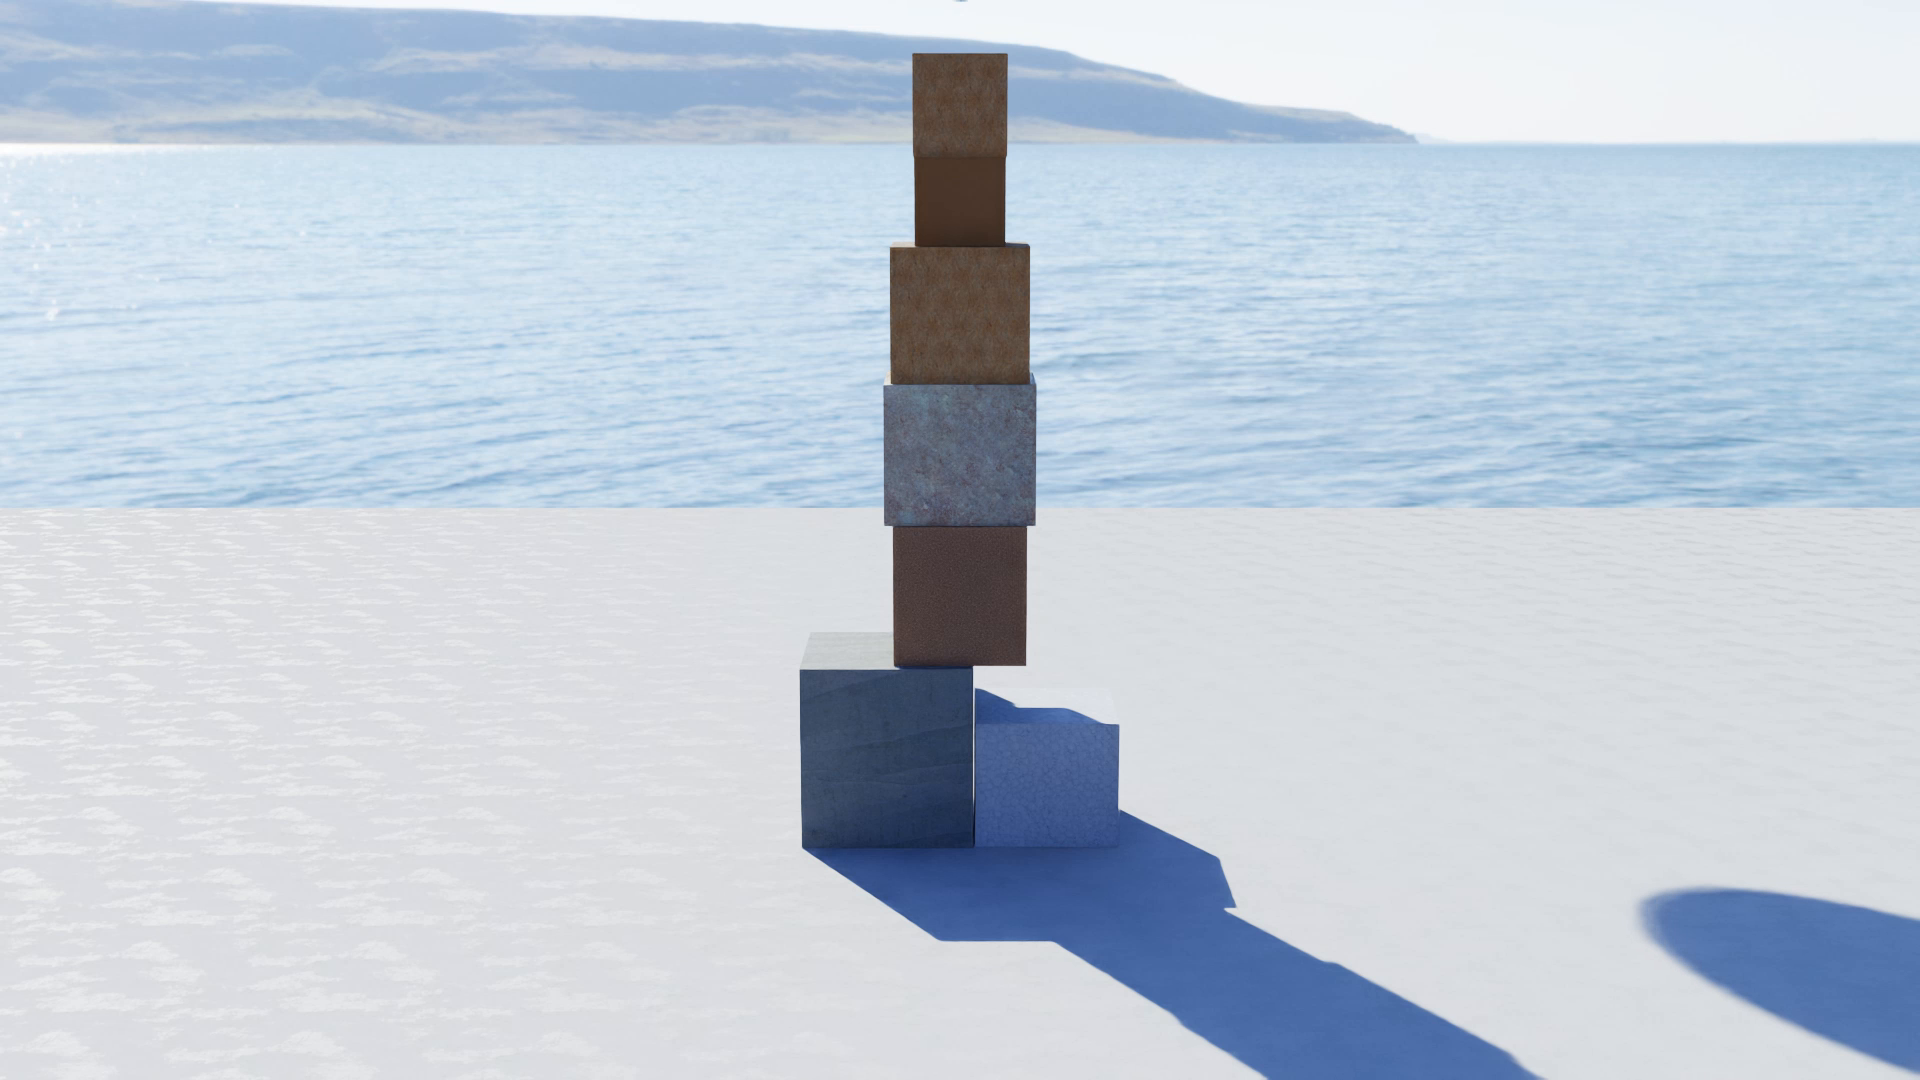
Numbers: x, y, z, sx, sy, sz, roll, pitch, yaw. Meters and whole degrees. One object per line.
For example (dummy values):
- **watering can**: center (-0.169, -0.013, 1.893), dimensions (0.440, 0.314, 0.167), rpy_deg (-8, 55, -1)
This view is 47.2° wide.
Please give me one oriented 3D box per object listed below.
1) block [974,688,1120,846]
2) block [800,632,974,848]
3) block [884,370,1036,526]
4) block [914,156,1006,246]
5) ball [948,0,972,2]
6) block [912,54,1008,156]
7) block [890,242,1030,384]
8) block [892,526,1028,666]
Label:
- **block**: center (0.436, 1.165, 11.376), dimensions (0.719, 0.638, 0.732), rpy_deg (0, 10, 0)
- **block**: center (-0.365, 1.019, 11.377), dimensions (0.862, 0.924, 0.835), rpy_deg (0, 10, 0)
- **block**: center (0.000, -0.472, 11.113), dimensions (0.749, 0.699, 0.680), rpy_deg (0, 10, 0)
- **block**: center (0.000, -1.679, 10.879), dimensions (0.442, 0.429, 0.471), rpy_deg (0, 10, 0)
- **ball**: center (0.000, -4.637, 15.577), dimensions (1.600, 1.600, 1.600), rpy_deg (0, 10, 0)
- **block**: center (0.000, -2.133, 10.809), dimensions (0.457, 0.490, 0.467), rpy_deg (0, 10, 0)
- **block**: center (0.000, -1.143, 10.985), dimensions (0.681, 0.665, 0.599), rpy_deg (0, 10, 0)
- **block**: center (0.000, 0.220, 11.225), dimensions (0.663, 0.704, 0.690), rpy_deg (0, 10, 0)
